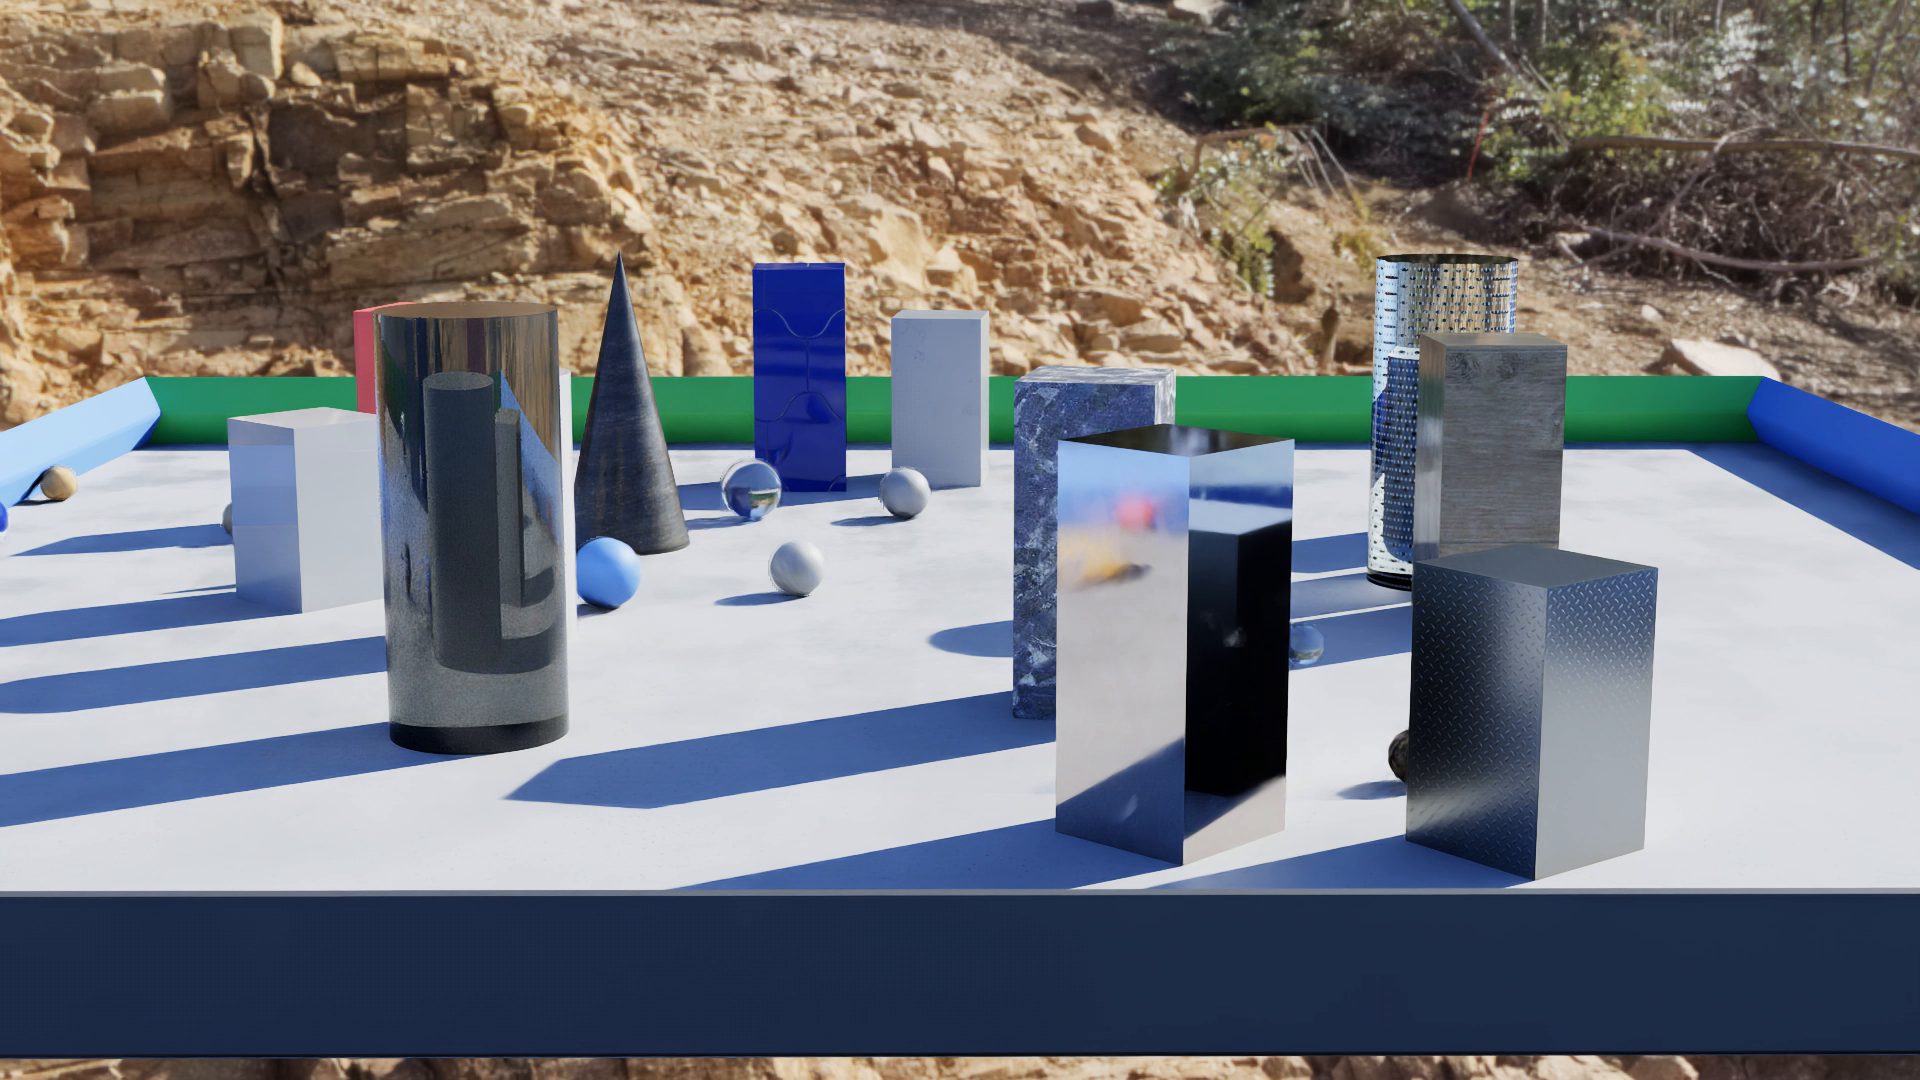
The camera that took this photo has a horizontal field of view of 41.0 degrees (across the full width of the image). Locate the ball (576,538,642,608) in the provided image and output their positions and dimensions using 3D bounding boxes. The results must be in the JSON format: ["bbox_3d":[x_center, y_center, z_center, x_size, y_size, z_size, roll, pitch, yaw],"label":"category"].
[{"bbox_3d":[-0.480,0.045,3.476,0.096,0.096,0.096,0,11,0],"label":"ball"}]

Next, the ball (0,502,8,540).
[{"bbox_3d":[-1.491,-0.030,3.894,0.090,0.090,0.090,0,11,0],"label":"ball"}]

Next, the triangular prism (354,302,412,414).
[{"bbox_3d":[-0.898,-0.212,4.193,0.170,0.340,0.147,-3,11,-15],"label":"triangular prism"}]

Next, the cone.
[{"bbox_3d":[-0.513,-0.215,3.901,0.196,0.452,0.196,0,11,0],"label":"cone"}]

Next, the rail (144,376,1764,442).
[{"bbox_3d":[-0.009,-0.251,4.979,3.154,0.127,0.045,0,11,0],"label":"rail"}]

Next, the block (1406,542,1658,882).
[{"bbox_3d":[0.533,0.156,2.401,0.157,0.270,0.157,-8,13,-37],"label":"block"}]

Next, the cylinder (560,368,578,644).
[{"bbox_3d":[-0.590,-0.042,3.266,0.196,0.343,0.196,0,11,0],"label":"cylinder"}]

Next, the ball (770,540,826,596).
[{"bbox_3d":[-0.225,0.038,3.564,0.076,0.076,0.076,0,11,0],"label":"ball"}]

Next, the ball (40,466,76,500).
[{"bbox_3d":[-1.523,-0.095,4.334,0.058,0.058,0.058,0,11,0],"label":"ball"}]

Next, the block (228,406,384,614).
[{"bbox_3d":[-0.890,-0.044,3.533,0.157,0.251,0.157,9,14,41],"label":"block"}]

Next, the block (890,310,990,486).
[{"bbox_3d":[-0.034,-0.253,4.540,0.157,0.293,0.157,1,11,6],"label":"block"}]

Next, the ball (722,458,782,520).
[{"bbox_3d":[-0.338,-0.082,4.157,0.098,0.098,0.098,0,11,0],"label":"ball"}]

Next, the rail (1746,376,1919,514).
[{"bbox_3d":[1.553,0.031,3.458,0.045,0.127,3.160,0,11,0],"label":"rail"}]

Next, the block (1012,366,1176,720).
[{"bbox_3d":[0.154,0.002,2.918,0.157,0.382,0.157,2,11,13],"label":"block"}]

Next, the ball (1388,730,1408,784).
[{"bbox_3d":[0.467,0.222,2.627,0.058,0.058,0.058,0,11,0],"label":"ball"}]

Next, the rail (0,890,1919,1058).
[{"bbox_3d":[0.009,0.316,1.919,3.154,0.127,0.045,0,11,0],"label":"rail"}]

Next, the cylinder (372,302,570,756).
[{"bbox_3d":[-0.531,-0.018,2.795,0.196,0.467,0.196,0,11,0],"label":"cylinder"}]

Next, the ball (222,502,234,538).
[{"bbox_3d":[-1.111,-0.032,3.976,0.064,0.064,0.064,0,11,0],"label":"ball"}]

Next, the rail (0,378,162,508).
[{"bbox_3d":[-1.553,0.034,3.440,0.045,0.127,3.160,0,11,0],"label":"rail"}]

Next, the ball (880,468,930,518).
[{"bbox_3d":[-0.089,-0.076,4.172,0.080,0.080,0.080,0,11,0],"label":"ball"}]

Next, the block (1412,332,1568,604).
[{"bbox_3d":[0.697,-0.080,3.392,0.157,0.372,0.157,0,11,-2],"label":"block"}]

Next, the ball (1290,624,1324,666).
[{"bbox_3d":[0.422,0.129,3.147,0.050,0.050,0.050,0,11,0],"label":"ball"}]

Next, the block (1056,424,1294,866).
[{"bbox_3d":[0.202,0.093,2.435,0.157,0.380,0.157,10,14,43],"label":"block"}]

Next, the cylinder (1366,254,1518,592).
[{"bbox_3d":[0.681,-0.168,3.630,0.196,0.458,0.196,0,11,0],"label":"cylinder"}]

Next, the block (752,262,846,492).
[{"bbox_3d":[-0.277,-0.285,4.472,0.157,0.382,0.157,0,11,-2],"label":"block"}]
